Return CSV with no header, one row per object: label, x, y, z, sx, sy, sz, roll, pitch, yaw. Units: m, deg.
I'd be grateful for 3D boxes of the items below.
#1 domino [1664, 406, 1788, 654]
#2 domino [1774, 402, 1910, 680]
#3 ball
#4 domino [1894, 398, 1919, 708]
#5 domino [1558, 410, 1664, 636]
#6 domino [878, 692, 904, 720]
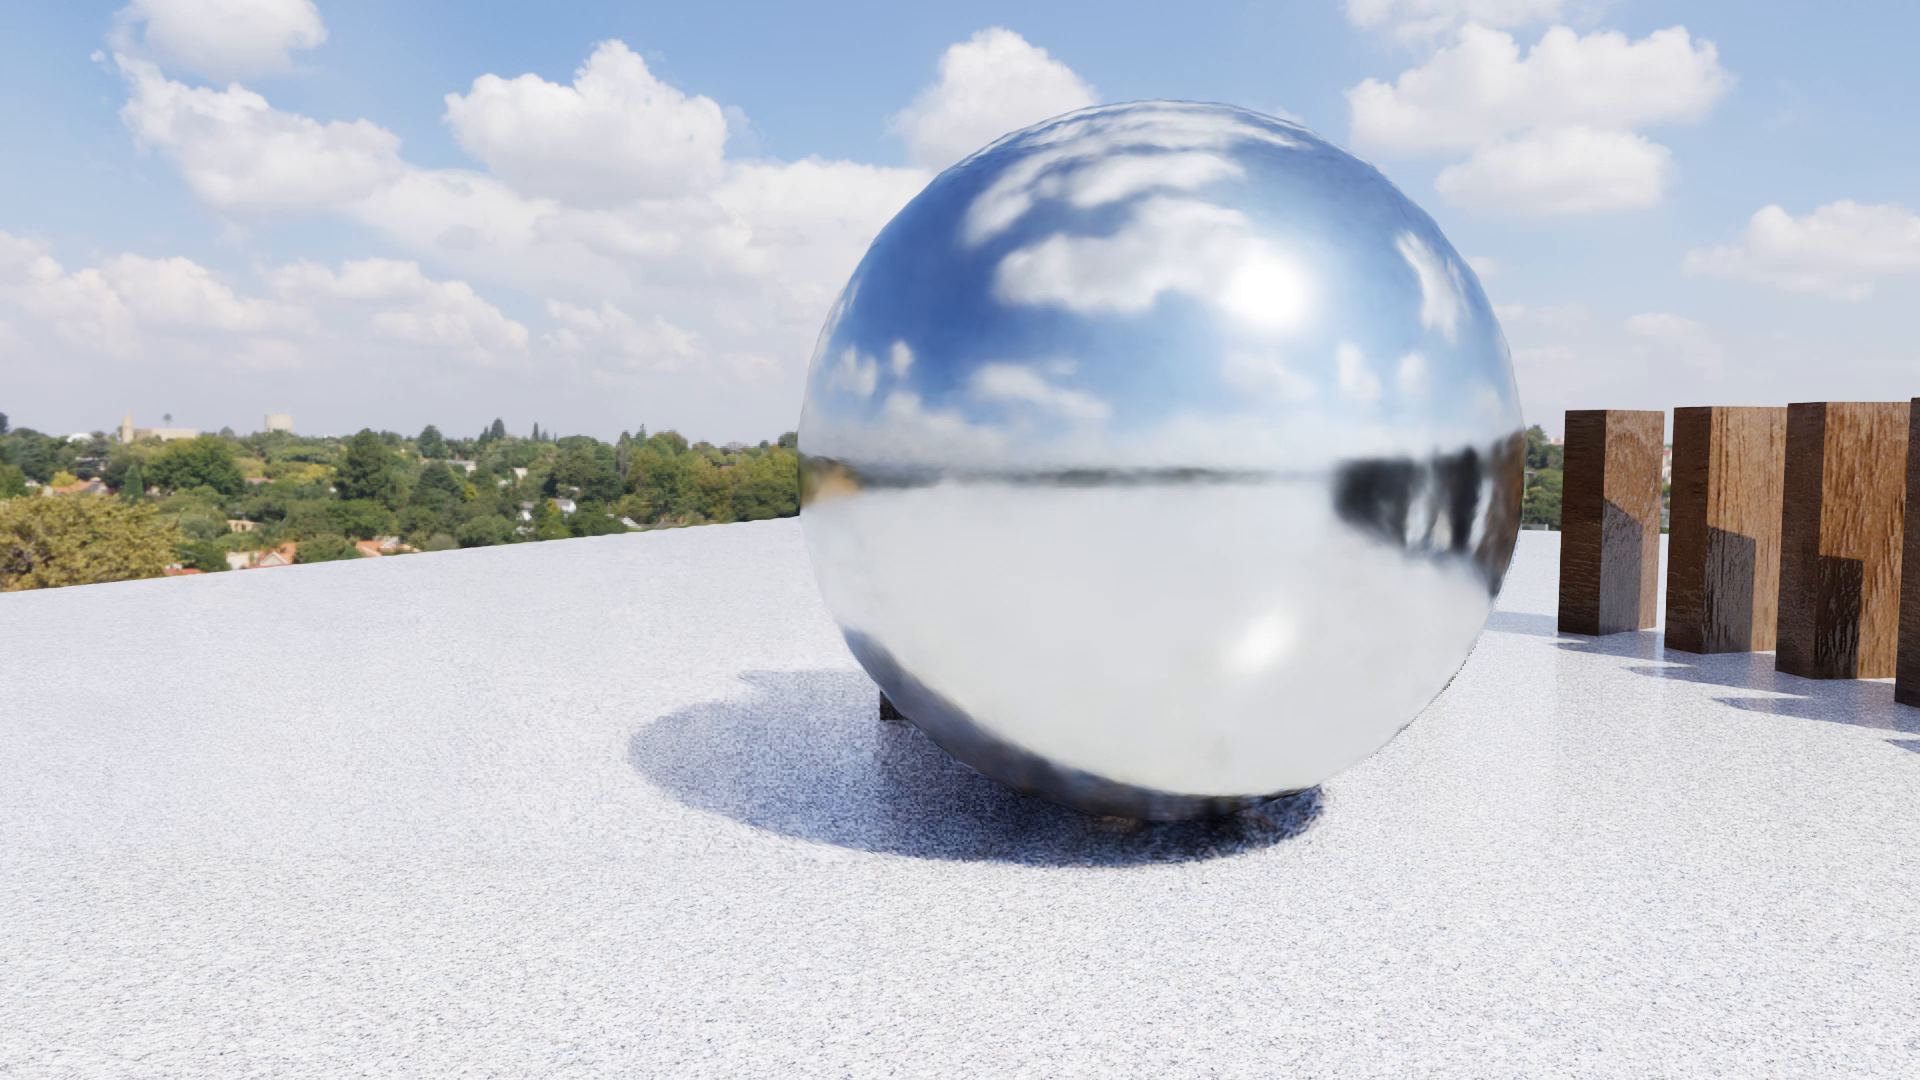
domino,0.161,-0.002,0.265,0.025,0.050,0.009,-1,4,-15
domino,0.166,0.000,0.236,0.025,0.050,0.009,0,4,-5
ball,0.021,-0.009,0.147,0.080,0.080,0.080,0,4,0
domino,0.167,0.002,0.206,0.025,0.050,0.009,0,4,0
domino,0.149,-0.004,0.293,0.025,0.050,0.009,-3,5,-35
domino,0.000,0.002,0.201,0.025,0.050,0.010,0,4,0
